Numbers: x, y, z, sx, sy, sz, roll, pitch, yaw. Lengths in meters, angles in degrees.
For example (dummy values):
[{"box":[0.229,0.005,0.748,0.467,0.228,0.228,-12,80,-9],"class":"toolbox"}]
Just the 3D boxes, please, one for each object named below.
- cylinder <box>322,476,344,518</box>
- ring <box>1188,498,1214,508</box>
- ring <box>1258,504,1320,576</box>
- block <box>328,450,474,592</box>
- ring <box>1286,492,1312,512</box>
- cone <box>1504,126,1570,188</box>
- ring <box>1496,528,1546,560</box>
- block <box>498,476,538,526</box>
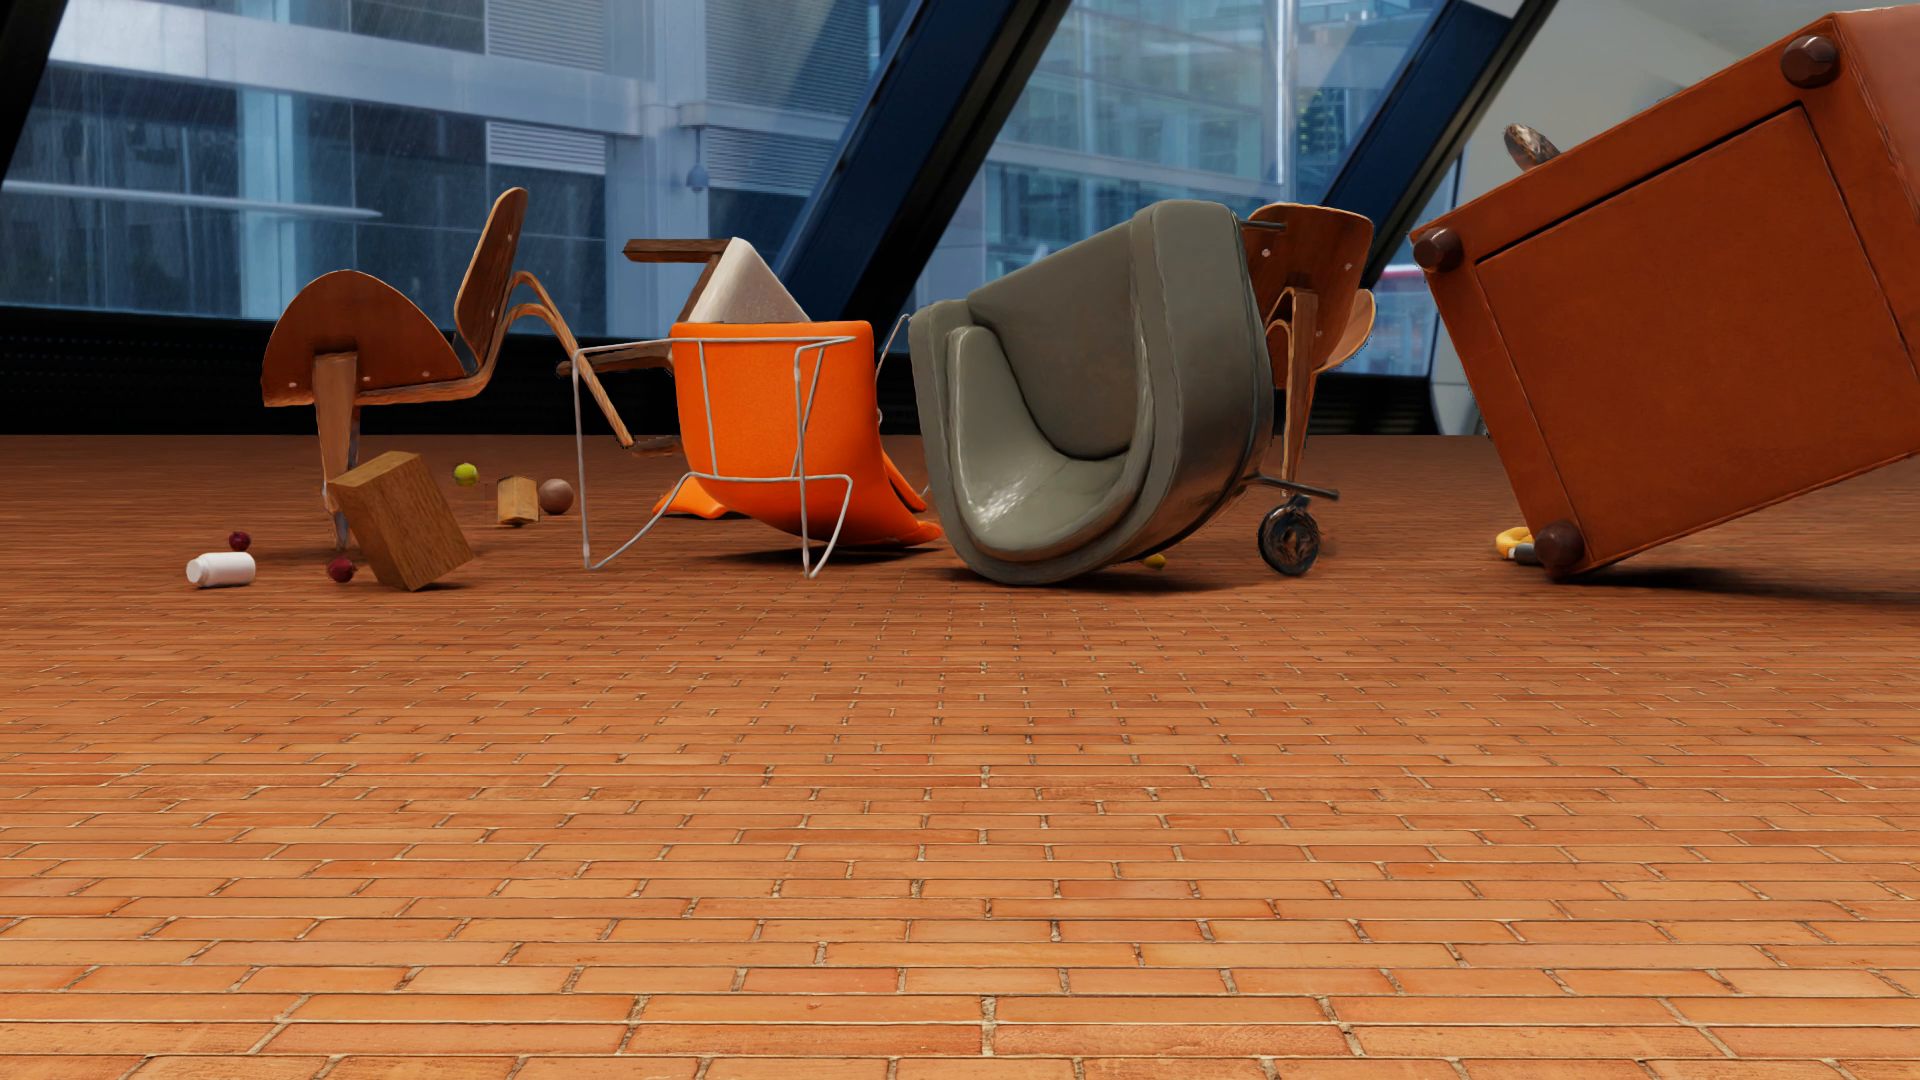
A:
[{"box":[-2.077,-0.149,7.659,0.225,0.127,0.169,1,-35,13],"class":"cylinder"},{"box":[0.913,-0.142,8.345,0.107,0.037,0.083,-3,4,-41],"class":"ring"},{"box":[0.795,0.000,5.302,0.200,0.171,0.053,-2,-4,-39],"class":"ring"},{"box":[-1.268,-0.046,4.979,0.162,0.261,0.289,-30,17,-23],"class":"block"},{"box":[0.966,-0.065,6.413,0.056,0.125,0.217,29,45,14],"class":"ring"},{"box":[1.443,-0.949,5.489,0.206,0.096,0.144,43,21,-2],"class":"cone"},{"box":[1.472,0.009,5.770,0.095,0.057,0.213,-39,11,-9],"class":"ring"},{"box":[-1.436,-0.125,7.133,0.093,0.134,0.088,-15,-19,38],"class":"block"}]
